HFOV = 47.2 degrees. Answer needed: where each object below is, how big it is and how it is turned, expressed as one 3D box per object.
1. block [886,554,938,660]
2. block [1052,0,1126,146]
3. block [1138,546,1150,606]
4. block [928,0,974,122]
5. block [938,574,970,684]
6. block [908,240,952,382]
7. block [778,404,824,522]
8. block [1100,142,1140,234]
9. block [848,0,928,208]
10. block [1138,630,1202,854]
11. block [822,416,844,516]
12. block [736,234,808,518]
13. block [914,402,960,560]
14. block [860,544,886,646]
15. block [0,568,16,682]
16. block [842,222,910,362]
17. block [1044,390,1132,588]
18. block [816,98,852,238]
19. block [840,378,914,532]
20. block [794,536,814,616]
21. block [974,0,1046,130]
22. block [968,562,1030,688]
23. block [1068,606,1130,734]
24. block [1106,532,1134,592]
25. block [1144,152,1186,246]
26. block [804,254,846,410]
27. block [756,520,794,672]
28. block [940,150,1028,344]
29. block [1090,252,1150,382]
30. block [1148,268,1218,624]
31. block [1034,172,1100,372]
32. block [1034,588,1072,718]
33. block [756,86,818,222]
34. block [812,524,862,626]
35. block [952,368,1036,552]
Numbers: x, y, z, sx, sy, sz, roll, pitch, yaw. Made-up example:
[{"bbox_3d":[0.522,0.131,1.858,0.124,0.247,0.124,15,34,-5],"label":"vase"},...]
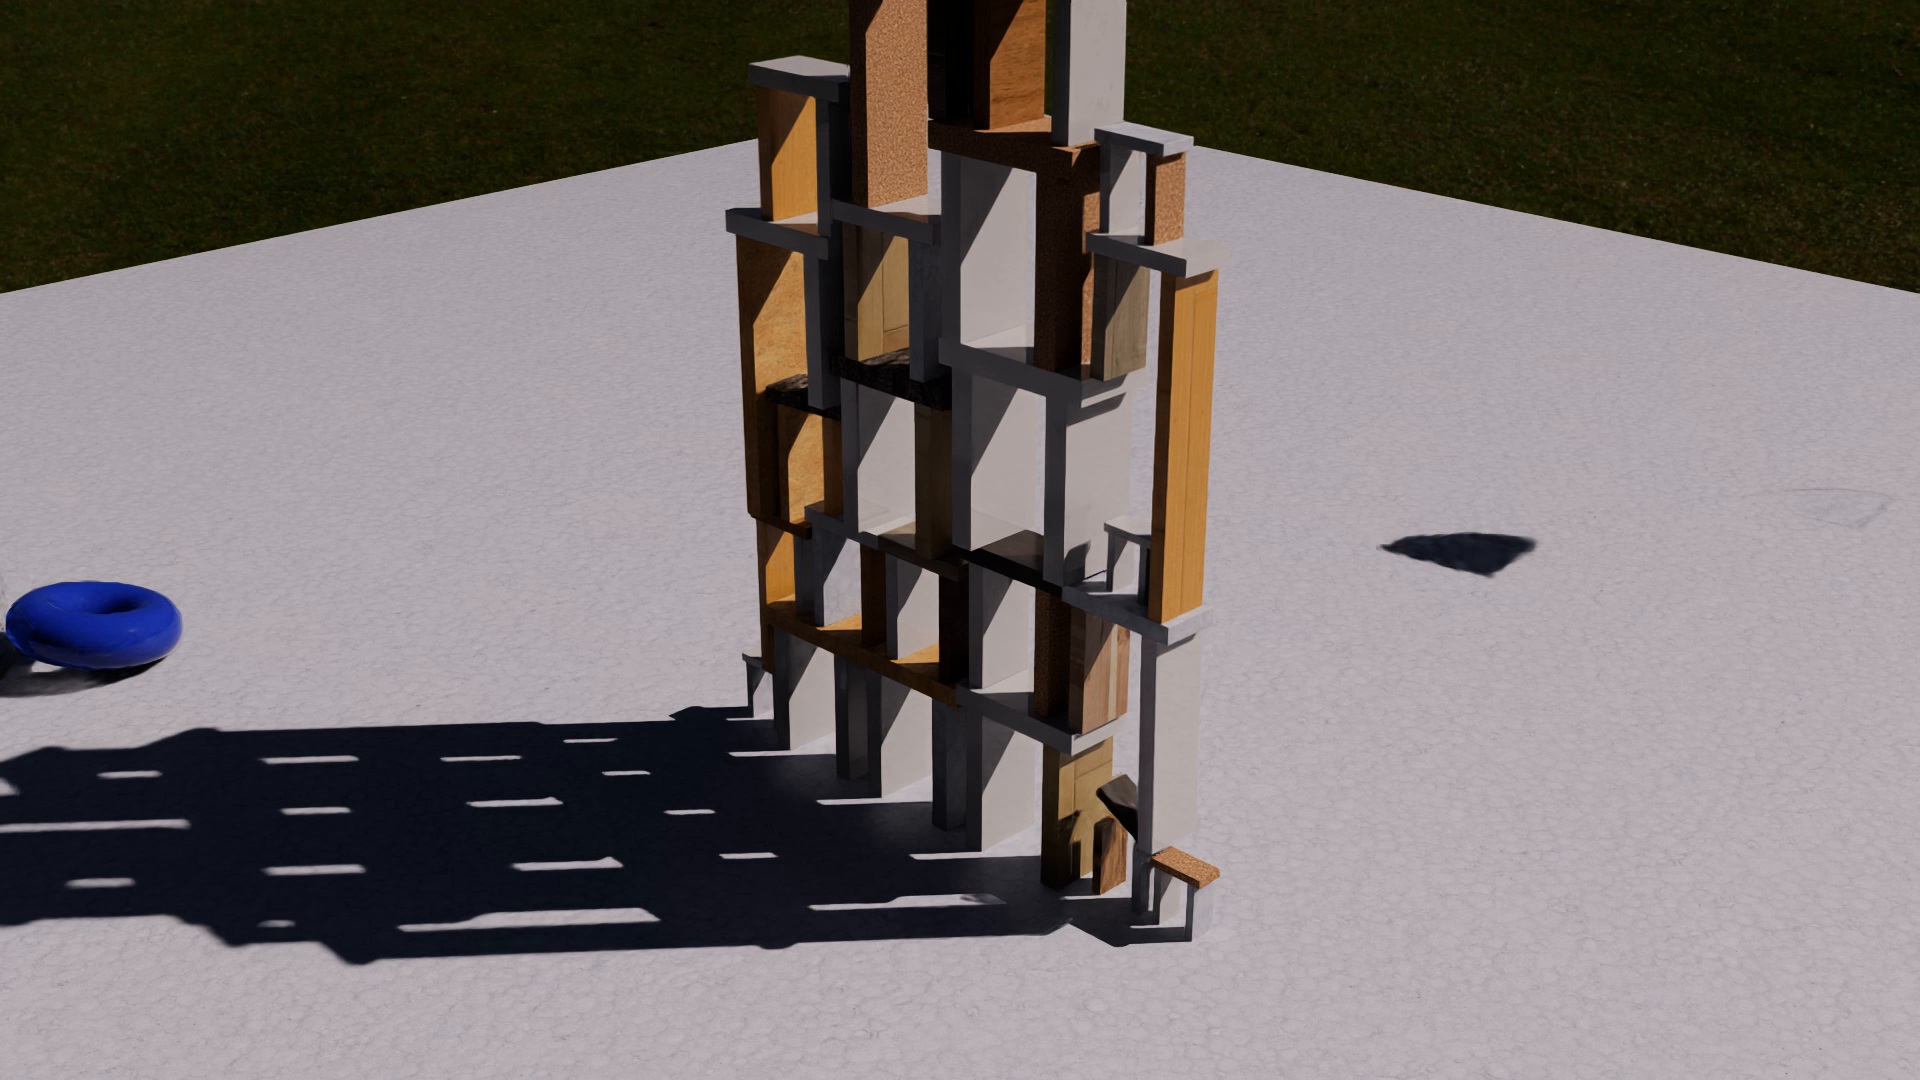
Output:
[{"bbox_3d":[-0.095,0.116,4.371,0.031,0.222,0.111,21,31,41],"label":"block"},{"bbox_3d":[0.215,-0.803,3.656,0.137,0.275,0.039,-21,31,-40],"label":"block"},{"bbox_3d":[0.340,0.055,3.881,0.056,0.112,0.016,-21,32,-40],"label":"block"},{"bbox_3d":[0.013,-0.895,3.836,0.043,0.303,0.152,21,31,41],"label":"block"},{"bbox_3d":[0.009,0.157,4.274,0.031,0.222,0.111,21,31,41],"label":"block"},{"bbox_3d":[-0.033,-0.436,4.070,0.038,0.266,0.133,21,31,41],"label":"block"},{"bbox_3d":[-0.323,-0.174,4.505,0.029,0.259,0.103,22,31,40],"label":"block"},{"bbox_3d":[0.267,-0.595,3.681,0.075,0.149,0.021,-21,30,-40],"label":"block"},{"bbox_3d":[-0.130,-0.863,4.005,0.043,0.494,0.152,21,31,41],"label":"block"},{"bbox_3d":[0.378,0.352,3.964,0.125,0.426,0.035,-21,30,-40],"label":"block"},{"bbox_3d":[-0.226,-0.161,4.406,0.029,0.207,0.103,21,31,40],"label":"block"},{"bbox_3d":[-0.372,-0.344,4.479,0.043,0.593,0.152,21,31,41],"label":"block"},{"bbox_3d":[-0.016,-0.130,4.194,0.153,0.307,0.043,-21,31,-41],"label":"block"},{"bbox_3d":[-0.149,0.096,4.425,0.031,0.218,0.109,21,31,41],"label":"block"},{"bbox_3d":[-2.301,0.208,4.976,0.231,0.231,0.231,-4,23,-9],"label":"block"},{"bbox_3d":[-0.159,-0.485,4.185,0.038,0.266,0.133,21,31,41],"label":"block"},{"bbox_3d":[0.229,-0.106,3.937,0.049,0.348,0.174,21,31,41],"label":"block"},{"bbox_3d":[-0.209,-0.708,4.136,0.129,0.257,0.036,-21,31,-40],"label":"block"},{"bbox_3d":[-0.161,-0.184,4.328,0.043,0.312,0.153,21,31,41],"label":"block"},{"bbox_3d":[-0.303,0.060,4.573,0.025,0.176,0.088,21,31,41],"label":"block"},{"bbox_3d":[0.085,-0.854,3.776,0.039,0.274,0.137,21,31,41],"label":"block"},{"bbox_3d":[0.075,0.145,4.210,0.036,0.256,0.128,21,31,41],"label":"block"},{"bbox_3d":[0.257,0.220,4.040,0.035,0.250,0.125,22,31,40],"label":"block"},{"bbox_3d":[0.288,0.033,3.929,0.056,0.112,0.016,-21,32,-40],"label":"block"},{"bbox_3d":[0.338,-0.566,3.616,0.075,0.149,0.021,-21,30,-40],"label":"block"},{"bbox_3d":[-0.229,-0.420,4.288,0.152,0.304,0.043,-21,30,-40],"label":"block"},{"bbox_3d":[-0.386,0.107,4.682,0.025,0.347,0.088,21,31,41],"label":"block"},{"bbox_3d":[0.044,-0.539,3.947,0.048,0.342,0.171,21,31,41],"label":"block"},{"bbox_3d":[0.274,-0.391,3.754,0.031,0.220,0.110,23,32,40],"label":"block"},{"bbox_3d":[0.378,-0.161,3.737,0.110,0.624,0.031,-21,31,-40],"label":"block"},{"bbox_3d":[0.206,-0.476,3.799,0.048,0.342,0.171,21,31,41],"label":"block"},{"bbox_3d":[0.196,0.192,4.099,0.036,0.256,0.128,21,31,41],"label":"block"},{"bbox_3d":[-0.328,-0.756,4.251,0.129,0.257,0.036,-21,31,-40],"label":"block"},{"bbox_3d":[-0.251,0.058,4.520,0.031,0.222,0.109,21,31,41],"label":"block"},{"bbox_3d":[0.064,-0.170,4.088,0.049,0.348,0.174,21,31,41],"label":"block"}]
